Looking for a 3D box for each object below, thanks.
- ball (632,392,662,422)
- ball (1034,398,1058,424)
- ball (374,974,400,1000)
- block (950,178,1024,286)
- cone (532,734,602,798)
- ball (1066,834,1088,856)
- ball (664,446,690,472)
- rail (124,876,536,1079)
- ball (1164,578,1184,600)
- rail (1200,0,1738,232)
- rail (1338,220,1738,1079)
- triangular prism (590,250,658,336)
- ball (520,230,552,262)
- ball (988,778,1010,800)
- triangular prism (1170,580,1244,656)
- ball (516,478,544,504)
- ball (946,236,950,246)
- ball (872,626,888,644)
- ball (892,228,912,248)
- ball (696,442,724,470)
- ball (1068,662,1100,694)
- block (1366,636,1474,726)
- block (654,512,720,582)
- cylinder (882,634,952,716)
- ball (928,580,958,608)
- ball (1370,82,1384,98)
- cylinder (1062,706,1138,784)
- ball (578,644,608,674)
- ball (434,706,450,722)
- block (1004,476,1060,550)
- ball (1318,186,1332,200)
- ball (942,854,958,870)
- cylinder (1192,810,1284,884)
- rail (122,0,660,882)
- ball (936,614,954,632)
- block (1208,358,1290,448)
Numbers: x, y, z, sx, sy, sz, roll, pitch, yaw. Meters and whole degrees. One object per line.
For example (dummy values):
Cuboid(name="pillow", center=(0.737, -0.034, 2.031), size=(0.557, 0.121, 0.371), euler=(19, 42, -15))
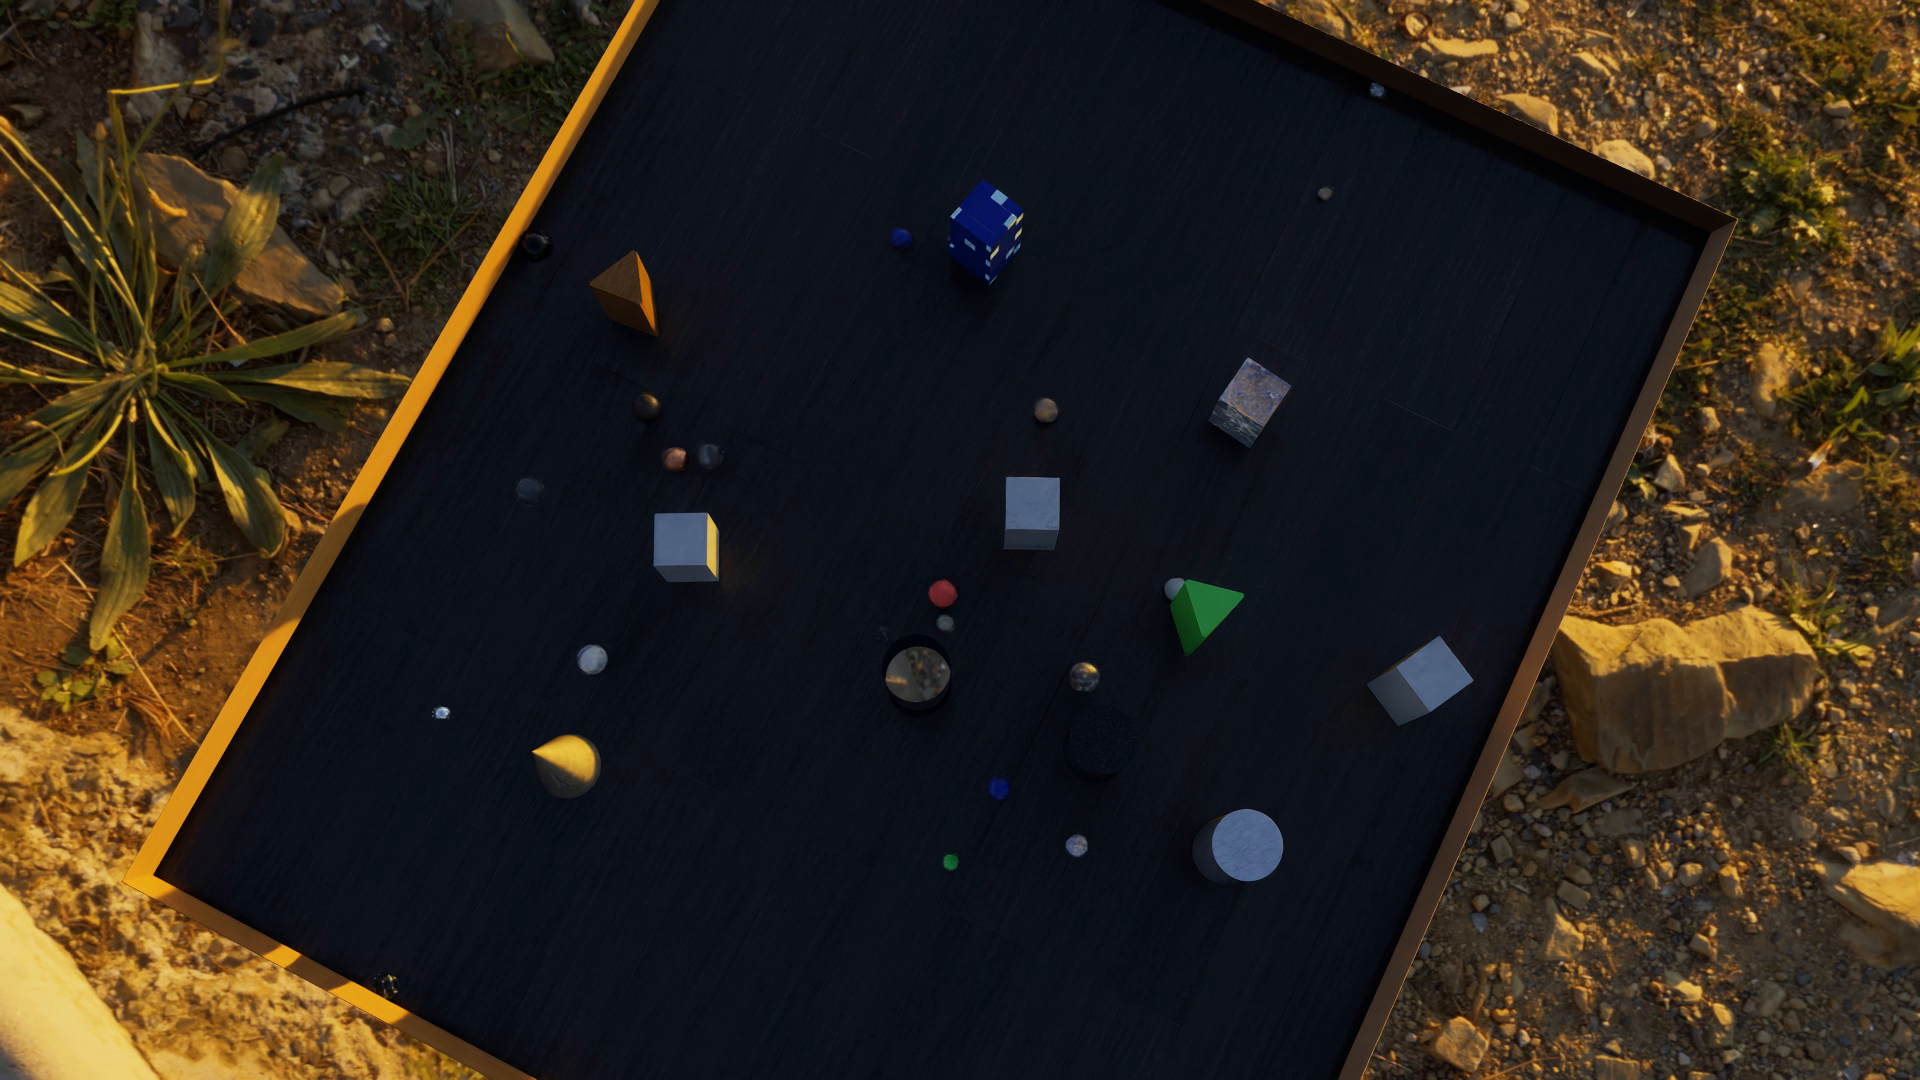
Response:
Cuboid(name="ball", center=(-0.966, -0.409, 5.654), size=(0.092, 0.092, 0.092), euler=(0, 78, 0))
Cuboid(name="ball", center=(0.265, -0.399, 5.661), size=(0.075, 0.075, 0.075), euler=(0, 78, 0))
Cuboid(name="ball", center=(-1.663, 1.293, 5.312), size=(0.073, 0.073, 0.073), euler=(0, 78, 0))
Cuboid(name="block", center=(0.080, -0.944, 5.641), size=(0.156, 0.335, 0.156), euler=(38, 81, 7))
Cuboid(name="cone", center=(-1.169, 0.626, 5.240), size=(0.194, 0.485, 0.194), euler=(0, 78, 0))
Cuboid(name="ball", center=(0.345, 0.899, 5.398), size=(0.065, 0.065, 0.065), euler=(0, 78, 0))
Cuboid(name="ball", center=(-0.871, -0.248, 5.627), size=(0.079, 0.079, 0.079), euler=(0, 78, 0))
Cuboid(name="rail", center=(-0.878, 1.727, 5.194), size=(3.422, 0.126, 0.045), euler=(26, 80, 5))
Cuboid(name="ball", center=(0.655, 0.150, 5.549), size=(0.072, 0.072, 0.072), euler=(0, 78, 0))
Cuboid(name="rail", center=(0.878, -1.713, 5.906), size=(3.422, 0.126, 0.045), euler=(26, 80, 5))
Cuboid(name="rail", center=(1.509, 0.746, 5.397), size=(0.045, 0.126, 3.975), euler=(26, 80, 5))
Cuboid(name="triangular prism", center=(-0.998, -0.767, 5.615), size=(0.168, 0.313, 0.146), euler=(21, 79, 4))
Cuboid(name="ball", center=(-1.333, -0.922, 5.758), size=(0.097, 0.097, 0.097), euler=(0, 78, 0))
Cuboid(name="ball", center=(0.116, 0.737, 5.430), size=(0.068, 0.068, 0.068), euler=(0, 78, 0))
Cuboid(name="triangular prism", center=(0.692, 0.204, 5.372), size=(0.146, 0.395, 0.168), euler=(44, 82, 8))
Cuboid(name="ball", center=(-1.313, -0.150, 5.604), size=(0.085, 0.085, 0.085), euler=(0, 78, 0))
Cuboid(name="ball", center=(-0.021, -0.944, 5.791), size=(0.041, 0.041, 0.041), euler=(0, 78, 0))
Cuboid(name="ball", center=(-0.241, 0.286, 5.532), size=(0.051, 0.051, 0.051), euler=(0, 78, 0))
Cuboid(name="ball", center=(-0.184, -0.951, 5.781), size=(0.064, 0.064, 0.064), euler=(0, 78, 0))
Cuboid(name="ball", center=(-0.769, -0.259, 5.627), size=(0.085, 0.085, 0.085), euler=(0, 78, 0))
Cuboid(name="ball", center=(0.372, 0.412, 5.484), size=(0.092, 0.092, 0.092), euler=(0, 78, 0))
Cuboid(name="block", center=(1.334, 0.415, 5.335), size=(0.156, 0.382, 0.156), euler=(-34, 80, -7))
Cuboid(name="block", center=(-0.815, 0.024, 5.477), size=(0.156, 0.264, 0.156), euler=(-1, 78, 0))
Cuboid(name="cylinder", center=(-0.123, 0.398, 5.347), size=(0.194, 0.366, 0.194), euler=(0, 78, 0))
Cuboid(name="ball", center=(-0.051, 0.162, 5.539), size=(0.086, 0.086, 0.086), euler=(0, 78, 0))
Cuboid(name="ball", center=(1.340, -1.448, 5.891), size=(0.050, 0.050, 0.050), euler=(0, 78, 0))
Cuboid(name="cylinder", center=(0.404, 0.596, 5.322), size=(0.194, 0.336, 0.194), euler=(0, 78, 0))
Cuboid(name="ball", center=(-1.103, 0.357, 5.497), size=(0.090, 0.090, 0.090), euler=(0, 78, 0))
Cuboid(name="ball", center=(-1.548, 0.520, 5.485), size=(0.046, 0.046, 0.046), euler=(0, 78, 0))
Cuboid(name="block", center=(0.211, -0.077, 5.481), size=(0.156, 0.297, 0.156), euler=(1, 78, 0))
Cuboid(name="ball", center=(1.159, -1.100, 5.821), size=(0.044, 0.044, 0.044), euler=(0, 78, 0))
Cuboid(name="ball", center=(-0.027, 0.949, 5.395), size=(0.049, 0.049, 0.049), euler=(0, 78, 0))
Cuboid(name="cylinder", center=(0.785, 0.877, 5.213), size=(0.194, 0.434, 0.194), euler=(0, 78, 0))
Cuboid(name="rail", center=(-1.509, -0.732, 5.703), size=(0.045, 0.126, 3.975), euler=(26, 80, 5))
Cuboid(name="ball", center=(-0.047, 0.252, 5.537), size=(0.053, 0.053, 0.053), euler=(0, 78, 0))
Cuboid(name="block", center=(0.879, -0.415, 5.575), size=(0.156, 0.250, 0.156), euler=(34, 80, 7))
